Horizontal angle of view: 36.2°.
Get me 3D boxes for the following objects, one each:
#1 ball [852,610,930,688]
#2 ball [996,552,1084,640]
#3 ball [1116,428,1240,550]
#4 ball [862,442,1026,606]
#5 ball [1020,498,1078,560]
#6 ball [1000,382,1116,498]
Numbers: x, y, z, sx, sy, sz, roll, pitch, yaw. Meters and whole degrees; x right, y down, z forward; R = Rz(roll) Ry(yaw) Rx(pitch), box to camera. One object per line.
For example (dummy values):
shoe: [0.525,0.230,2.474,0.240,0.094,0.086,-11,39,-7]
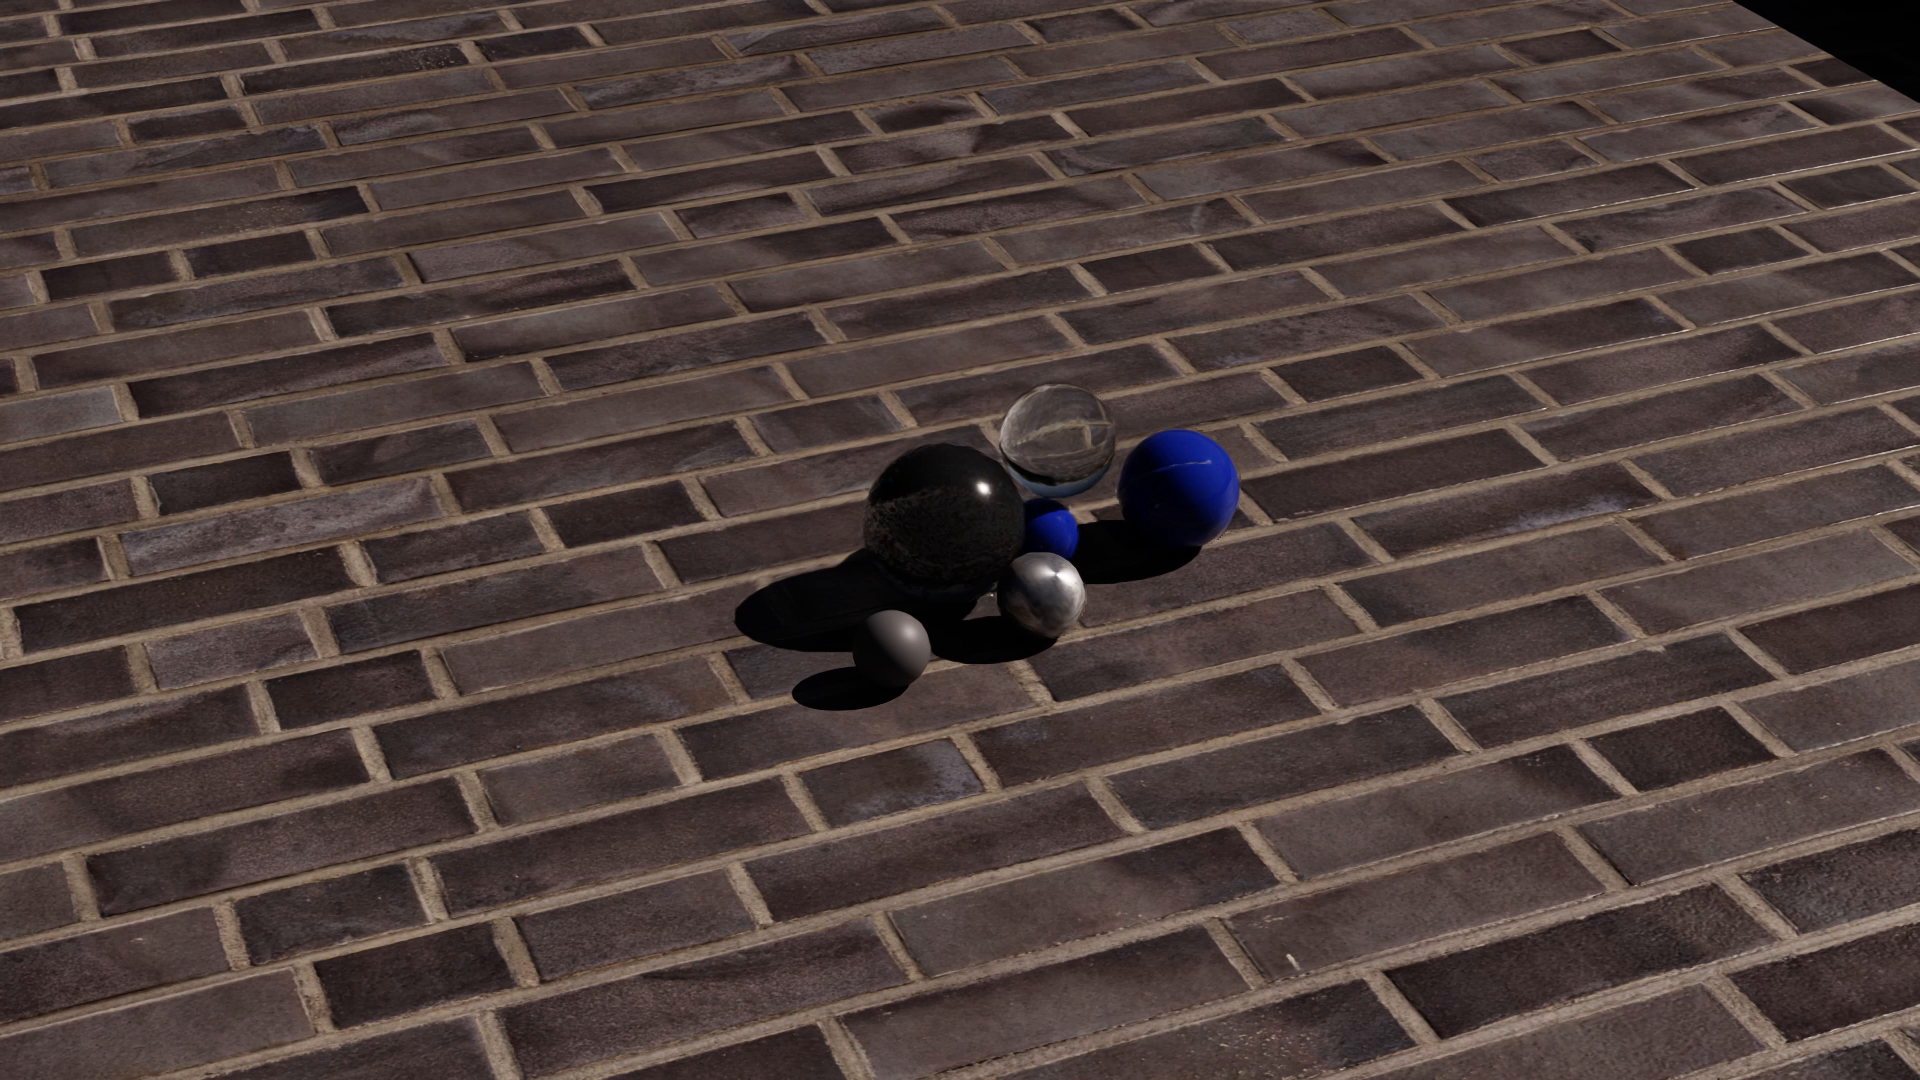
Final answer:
ball: [-0.038,0.061,1.644,0.044,0.044,0.044,0,30,0]
ball: [0.046,0.032,1.688,0.051,0.051,0.051,0,30,0]
ball: [0.131,-0.030,1.771,0.074,0.074,0.074,0,30,0]
ball: [-0.009,-0.009,1.713,0.096,0.096,0.096,0,30,0]
ball: [0.048,-0.003,1.753,0.045,0.045,0.045,0,30,0]
ball: [0.058,-0.059,1.750,0.070,0.070,0.070,0,30,0]
